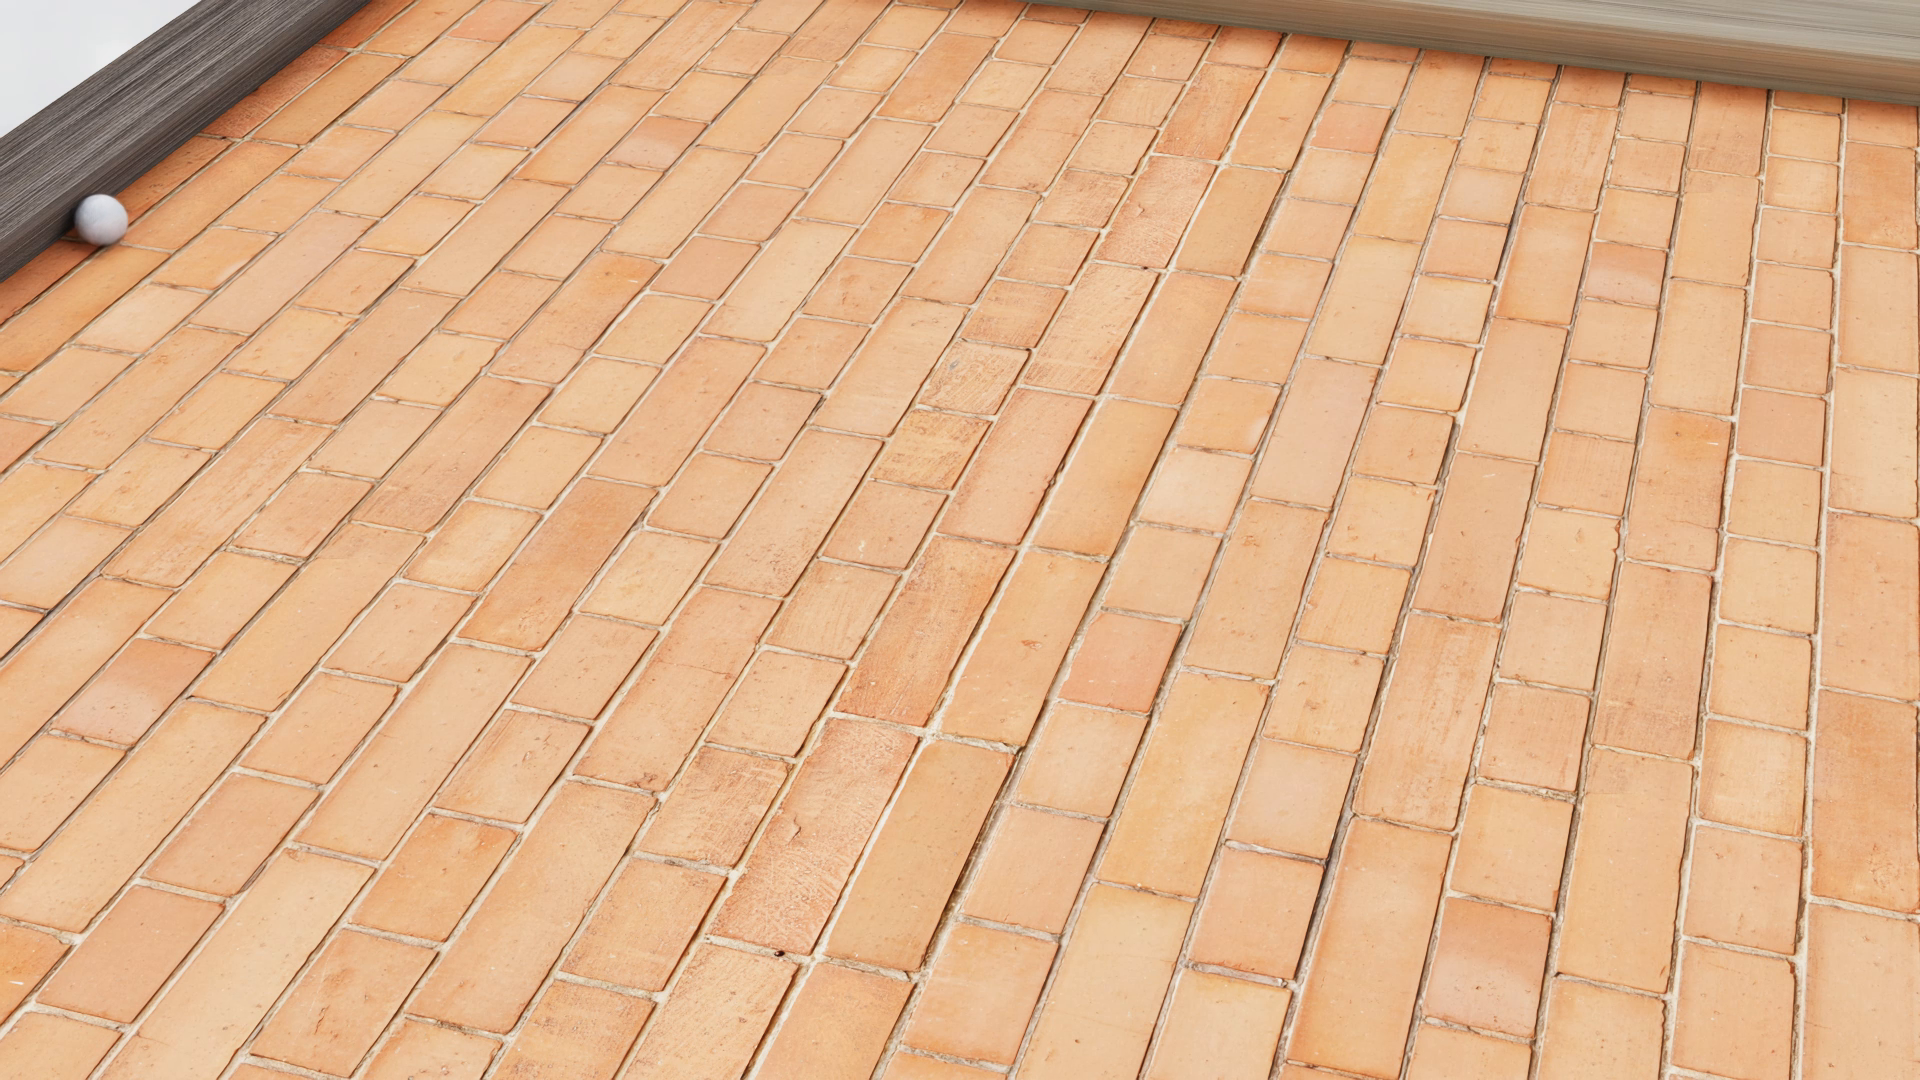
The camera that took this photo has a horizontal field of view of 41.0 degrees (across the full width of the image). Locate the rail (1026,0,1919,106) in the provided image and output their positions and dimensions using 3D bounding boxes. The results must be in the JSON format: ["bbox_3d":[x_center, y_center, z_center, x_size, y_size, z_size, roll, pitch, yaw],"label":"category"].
[{"bbox_3d":[1.300,-0.466,2.654,4.055,0.129,0.045,10,35,14],"label":"rail"}]

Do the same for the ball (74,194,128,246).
[{"bbox_3d":[-0.836,-0.311,2.494,0.050,0.050,0.050,0,34,0],"label":"ball"}]

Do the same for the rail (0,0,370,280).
[{"bbox_3d":[-0.946,-0.197,2.250,0.045,0.129,2.299,10,35,14],"label":"rail"}]
